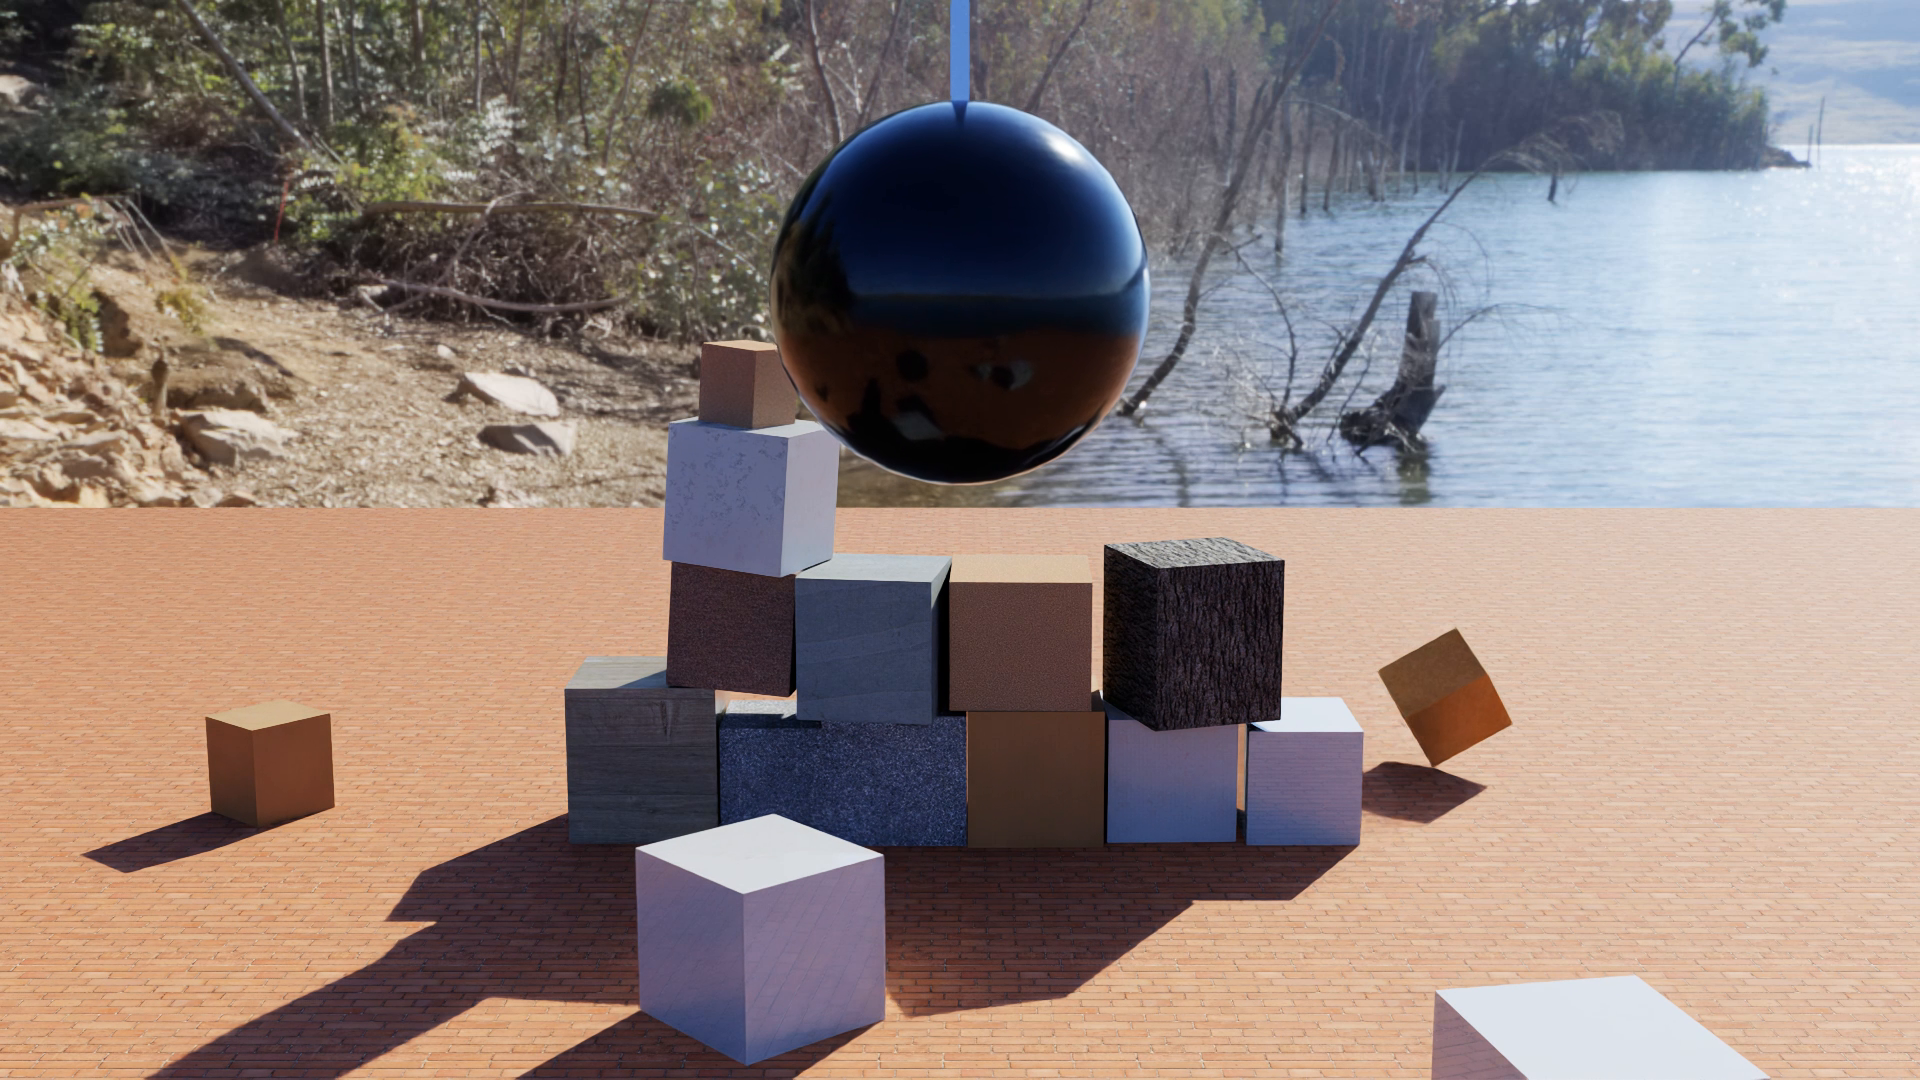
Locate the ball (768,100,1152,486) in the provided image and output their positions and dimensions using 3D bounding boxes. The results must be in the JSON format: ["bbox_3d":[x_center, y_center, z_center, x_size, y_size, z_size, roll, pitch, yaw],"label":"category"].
[{"bbox_3d":[0.000,-1.028,9.207,1.600,1.600,1.600,0,10,0],"label":"ball"}]

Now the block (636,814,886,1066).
[{"bbox_3d":[-0.806,1.590,8.885,0.694,0.692,0.736,-9,14,-41],"label":"block"}]

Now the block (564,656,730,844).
[{"bbox_3d":[-1.599,1.076,11.392,0.754,0.807,0.697,0,10,0],"label":"block"}]

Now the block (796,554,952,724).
[{"bbox_3d":[-0.425,0.488,11.128,0.677,0.716,0.680,2,10,8],"label":"block"}]

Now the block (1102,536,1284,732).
[{"bbox_3d":[1.173,0.462,11.156,0.685,0.817,0.684,-3,11,-18],"label":"block"}]

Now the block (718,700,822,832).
[{"bbox_3d":[-0.955,1.188,11.385,0.514,0.590,0.564,0,10,0],"label":"block"}]

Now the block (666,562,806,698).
[{"bbox_3d":[-1.090,0.388,11.222,0.630,0.626,0.666,6,11,7],"label":"block"}]

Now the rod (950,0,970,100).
[{"bbox_3d":[0.000,-4.405,9.605,0.080,5.200,0.080,0,-7,0],"label":"rod"}]

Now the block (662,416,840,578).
[{"bbox_3d":[-1.040,-0.243,11.028,0.649,0.689,0.617,8,11,20],"label":"block"}]

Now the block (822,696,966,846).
[{"bbox_3d":[-0.329,1.147,11.380,0.726,0.671,0.722,0,10,0],"label":"block"}]

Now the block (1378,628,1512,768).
[{"bbox_3d":[2.751,0.894,12.485,0.510,0.447,0.440,-30,35,7],"label":"block"}]

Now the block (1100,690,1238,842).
[{"bbox_3d":[1.064,1.163,11.379,0.653,0.641,0.601,0,10,-1],"label":"block"}]

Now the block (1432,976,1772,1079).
[{"bbox_3d":[2.014,1.913,7.043,0.722,0.715,0.847,-2,10,-11],"label":"block"}]

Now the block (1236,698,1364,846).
[{"bbox_3d":[1.733,1.188,11.381,0.572,0.591,0.684,0,10,0],"label":"block"}]

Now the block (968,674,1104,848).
[{"bbox_3d":[0.380,1.132,11.371,0.682,0.704,0.764,0,10,0],"label":"block"}]

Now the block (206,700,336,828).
[{"bbox_3d":[-3.652,1.176,11.648,0.445,0.518,0.464,9,13,40],"label":"block"}]

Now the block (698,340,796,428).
[{"bbox_3d":[-1.053,-0.780,10.968,0.340,0.385,0.349,11,12,31],"label":"block"}]

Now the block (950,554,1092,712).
[{"bbox_3d":[0.308,0.464,11.252,0.705,0.653,0.734,0,10,1],"label":"block"}]
